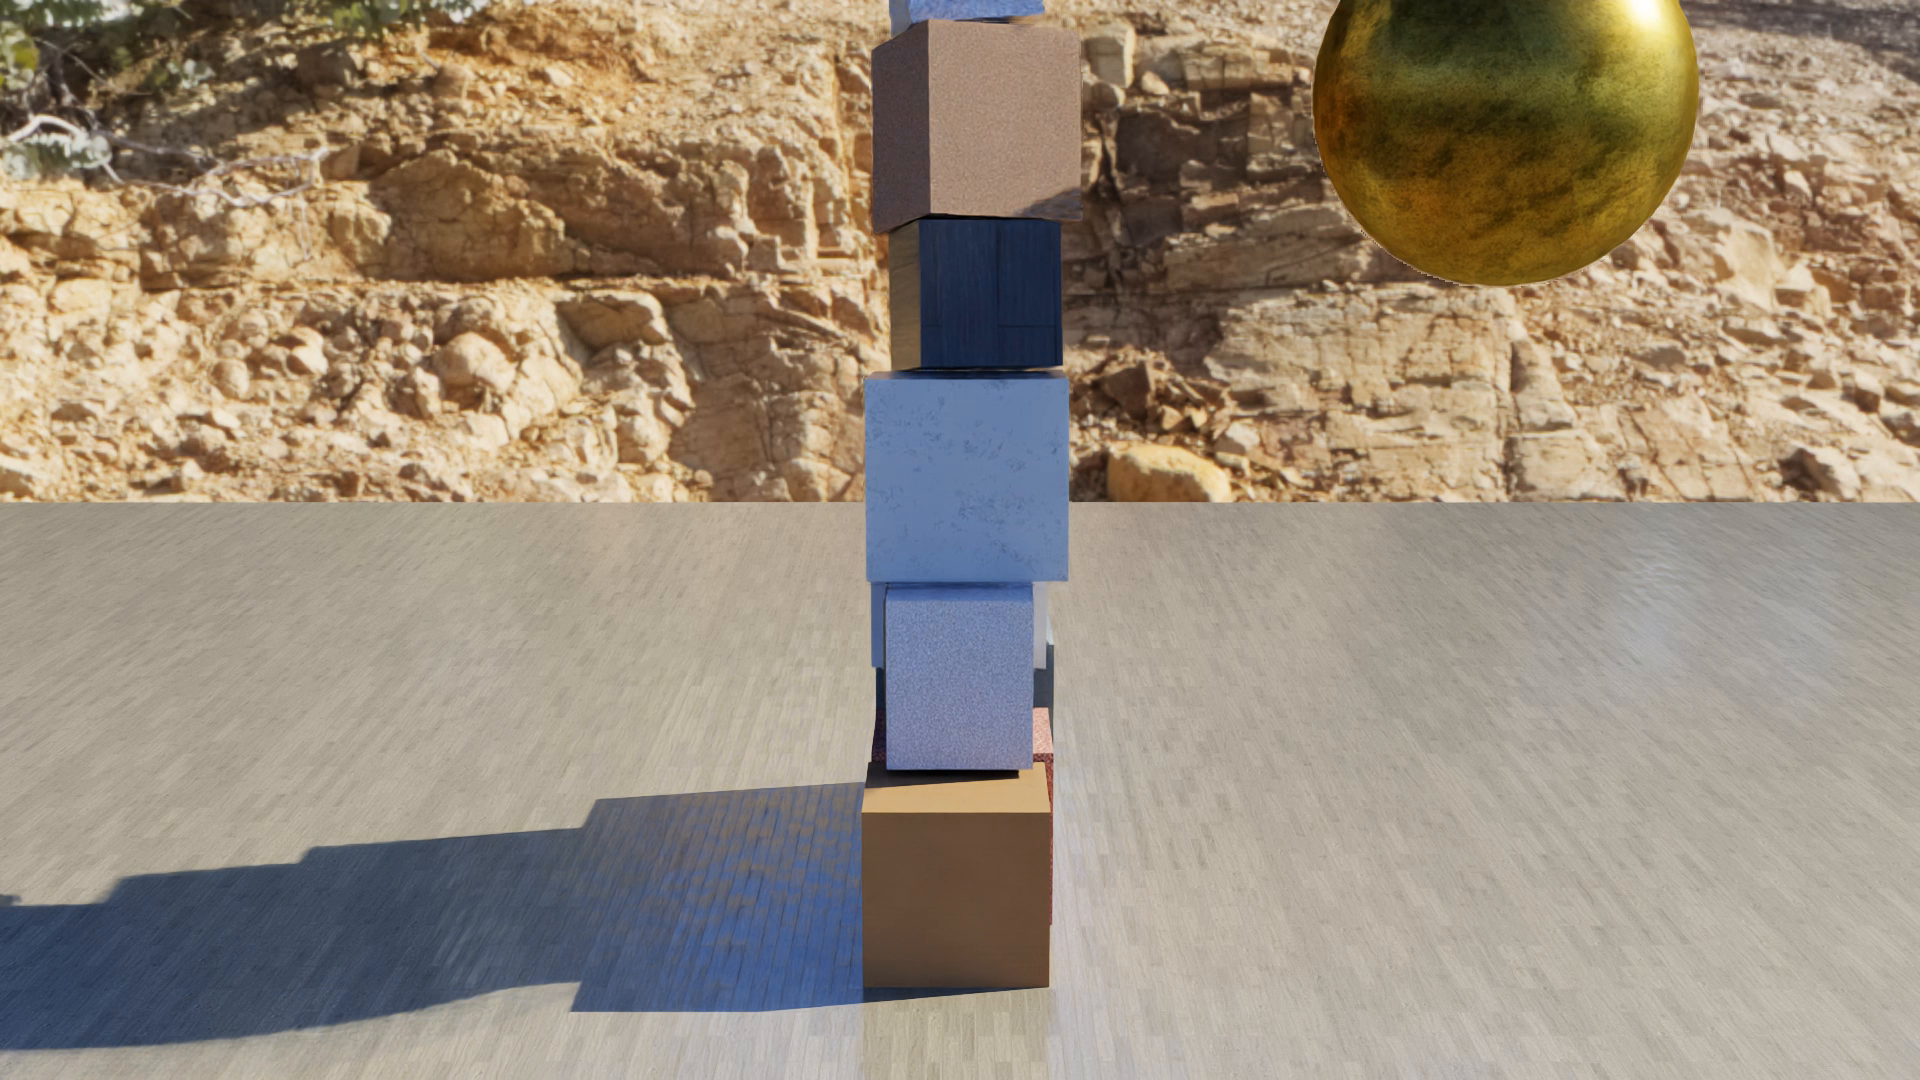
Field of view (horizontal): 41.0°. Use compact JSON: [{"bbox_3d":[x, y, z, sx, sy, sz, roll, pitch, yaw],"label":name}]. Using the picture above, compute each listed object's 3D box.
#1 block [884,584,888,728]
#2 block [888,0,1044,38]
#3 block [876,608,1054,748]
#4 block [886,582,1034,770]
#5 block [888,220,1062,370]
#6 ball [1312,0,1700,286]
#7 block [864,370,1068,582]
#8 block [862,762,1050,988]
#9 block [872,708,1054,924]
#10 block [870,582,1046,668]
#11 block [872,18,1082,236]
[{"bbox_3d":[-0.019,0.486,11.182,0.605,0.551,0.560,0,10,1],"label":"block"},{"bbox_3d":[0.001,-2.520,11.192,0.579,0.615,0.571,-6,0,-9],"label":"block"},{"bbox_3d":[0.022,0.848,12.419,0.830,0.888,0.836,0,10,0],"label":"block"},{"bbox_3d":[0.000,0.527,10.581,0.590,0.693,0.626,0,11,0],"label":"block"},{"bbox_3d":[0.059,-1.051,11.138,0.615,0.614,0.617,-1,2,-14],"label":"block"},{"bbox_3d":[2.295,-1.875,10.839,1.600,1.600,1.600,0,10,0],"label":"ball"},{"bbox_3d":[0.033,-0.287,10.834,0.824,0.822,0.886,0,6,1],"label":"block"},{"bbox_3d":[-0.015,1.328,10.286,0.726,0.706,0.733,0,10,0],"label":"block"},{"bbox_3d":[0.010,1.175,11.020,0.753,0.742,0.751,0,11,0],"label":"block"},{"bbox_3d":[0.002,0.122,11.823,0.785,0.757,0.774,0,12,1],"label":"block"},{"bbox_3d":[0.066,-1.777,11.225,0.702,0.821,0.676,0,-1,-23],"label":"block"}]
